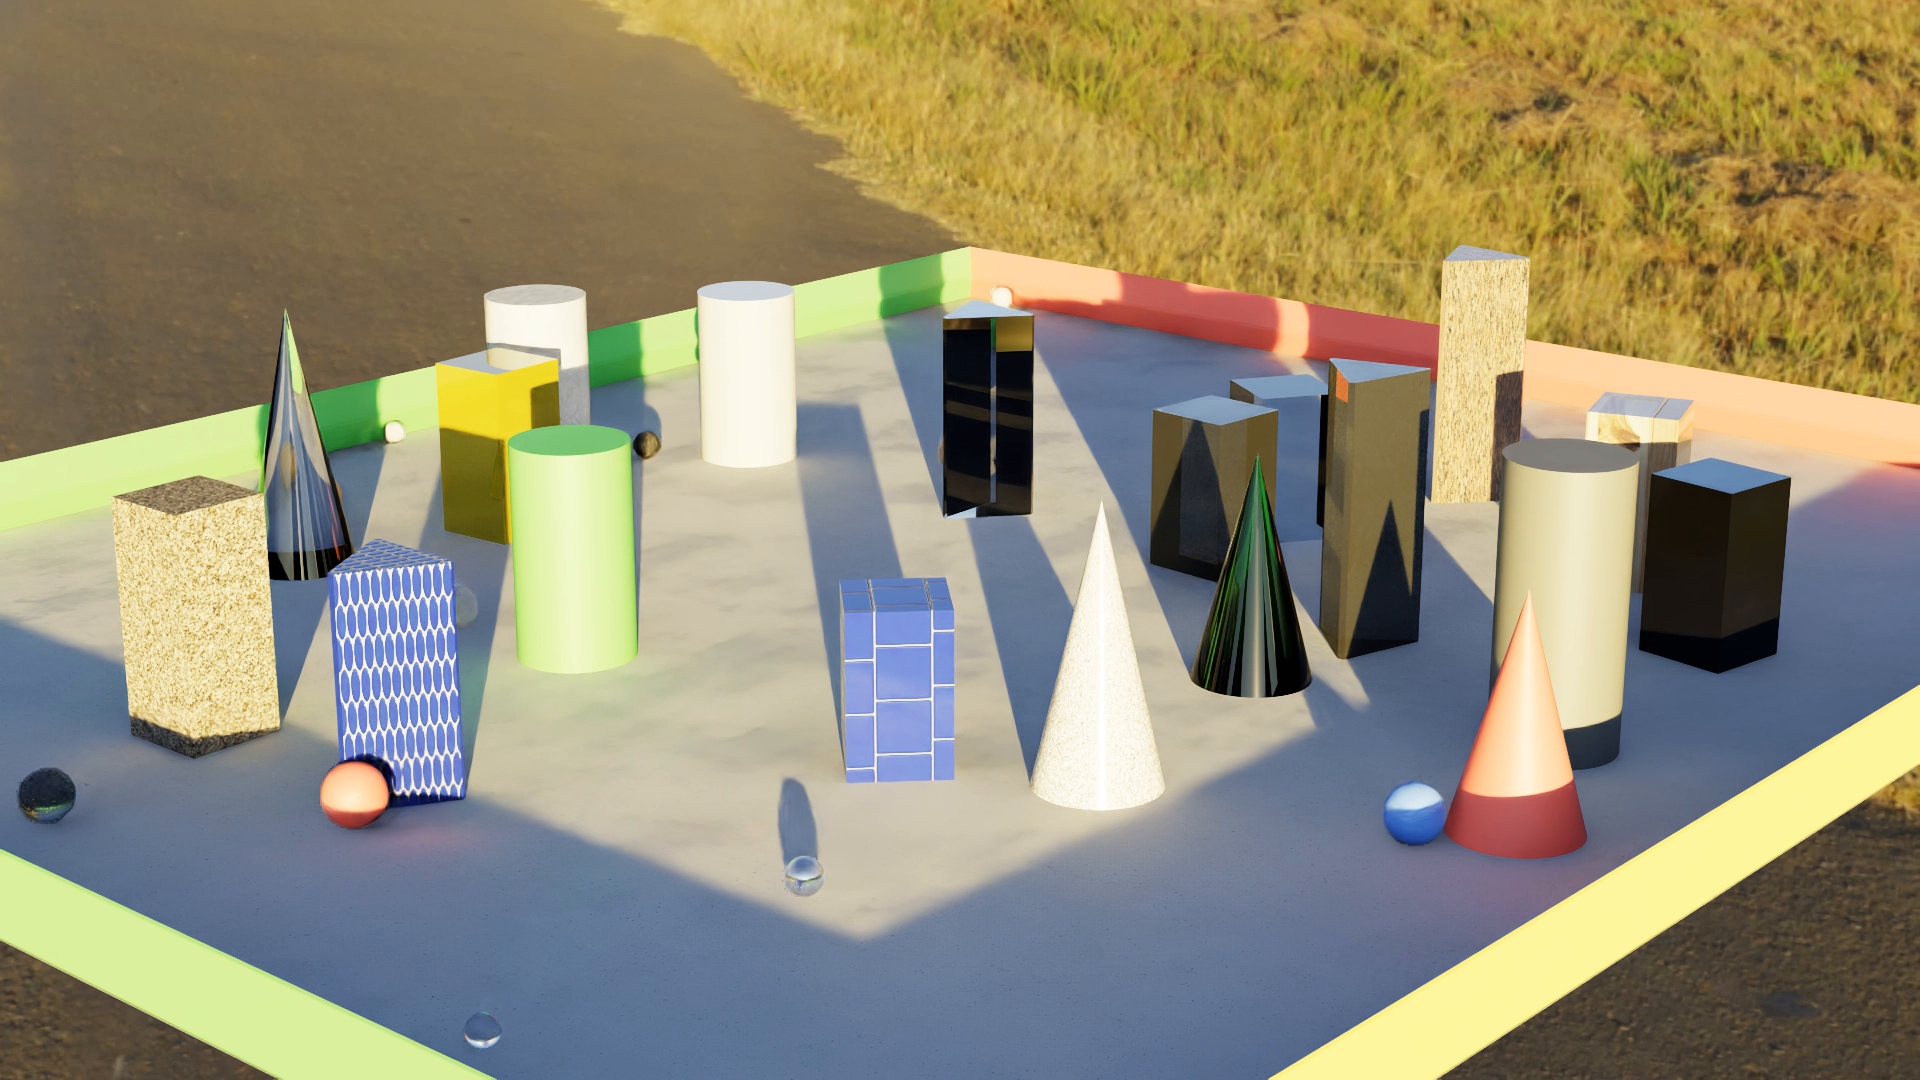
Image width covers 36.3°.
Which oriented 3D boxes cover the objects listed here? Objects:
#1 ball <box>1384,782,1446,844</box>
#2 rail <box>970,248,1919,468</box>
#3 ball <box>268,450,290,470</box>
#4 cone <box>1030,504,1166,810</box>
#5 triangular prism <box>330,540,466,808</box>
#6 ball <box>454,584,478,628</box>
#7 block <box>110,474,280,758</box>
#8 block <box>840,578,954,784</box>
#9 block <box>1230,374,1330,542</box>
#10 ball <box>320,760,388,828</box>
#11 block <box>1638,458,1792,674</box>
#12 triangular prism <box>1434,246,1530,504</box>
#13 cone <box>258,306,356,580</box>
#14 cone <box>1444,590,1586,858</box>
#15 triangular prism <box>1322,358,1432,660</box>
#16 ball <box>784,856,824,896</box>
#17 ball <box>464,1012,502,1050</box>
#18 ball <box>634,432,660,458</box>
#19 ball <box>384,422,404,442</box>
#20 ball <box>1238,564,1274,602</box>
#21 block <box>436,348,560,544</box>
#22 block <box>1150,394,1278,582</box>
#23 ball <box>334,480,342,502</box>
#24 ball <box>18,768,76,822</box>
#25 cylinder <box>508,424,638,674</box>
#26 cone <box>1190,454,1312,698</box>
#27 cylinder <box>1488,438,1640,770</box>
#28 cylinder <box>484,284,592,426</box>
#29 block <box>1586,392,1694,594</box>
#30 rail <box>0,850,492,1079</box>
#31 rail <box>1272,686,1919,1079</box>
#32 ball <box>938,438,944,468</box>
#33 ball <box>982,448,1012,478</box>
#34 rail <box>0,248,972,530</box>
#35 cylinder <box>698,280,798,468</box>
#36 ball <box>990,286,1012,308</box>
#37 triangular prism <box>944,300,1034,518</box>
[{"bbox_3d":[0.628,0.377,4.054,0.086,0.086,0.086,0,17,0],"label":"ball"},{"bbox_3d":[1.229,-0.376,6.475,3.232,0.128,0.045,14,22,39],"label":"rail"},{"bbox_3d":[-1.373,-0.161,5.916,0.041,0.041,0.041,0,17,0],"label":"ball"},{"bbox_3d":[0.200,0.150,4.208,0.197,0.430,0.197,0,17,0],"label":"cone"},{"bbox_3d":[-0.817,0.189,4.208,0.171,0.356,0.148,-6,18,-18],"label":"triangular prism"},{"bbox_3d":[-0.852,0.111,4.952,0.075,0.075,0.075,0,17,0],"label":"ball"},{"bbox_3d":[-1.151,0.113,4.422,0.158,0.377,0.158,14,21,38],"label":"block"},{"bbox_3d":[-0.094,0.205,4.319,0.158,0.261,0.158,-1,17,-5],"label":"block"},{"bbox_3d":[0.604,-0.152,5.476,0.158,0.277,0.158,-5,17,-16],"label":"block"},{"bbox_3d":[-0.848,0.356,4.109,0.093,0.093,0.093,0,17,0],"label":"ball"},{"bbox_3d":[1.234,0.040,4.797,0.158,0.302,0.158,-13,21,-38],"label":"block"},{"bbox_3d":[0.989,-0.325,5.702,0.171,0.477,0.148,-3,17,-9],"label":"triangular prism"},{"bbox_3d":[-1.190,-0.184,5.238,0.197,0.476,0.197,0,17,0],"label":"cone"},{"bbox_3d":[0.776,0.237,4.049,0.197,0.356,0.197,0,17,0],"label":"cone"},{"bbox_3d":[0.653,-0.059,4.840,0.171,0.466,0.148,-11,20,-32],"label":"triangular prism"},{"bbox_3d":[-0.206,0.445,3.881,0.054,0.054,0.054,0,17,0],"label":"ball"},{"bbox_3d":[-0.562,0.578,3.457,0.044,0.044,0.044,0,17,0],"label":"ball"},{"bbox_3d":[-0.640,-0.195,6.002,0.056,0.056,0.056,0,17,0],"label":"ball"},{"bbox_3d":[-1.182,-0.225,6.123,0.044,0.044,0.044,0,17,0],"label":"ball"},{"bbox_3d":[0.514,0.075,5.090,0.065,0.065,0.065,0,17,0],"label":"ball"},{"bbox_3d":[-0.859,-0.177,5.481,0.158,0.323,0.158,12,21,35],"label":"block"},{"bbox_3d":[0.456,-0.095,5.268,0.158,0.287,0.158,-16,23,-42],"label":"block"},{"bbox_3d":[-1.221,-0.085,5.588,0.084,0.084,0.084,0,17,0],"label":"ball"},{"bbox_3d":[-1.285,0.359,4.126,0.078,0.078,0.078,0,17,0],"label":"ball"},{"bbox_3d":[-0.630,0.013,4.779,0.197,0.364,0.197,0,17,0],"label":"cylinder"},{"bbox_3d":[0.468,0.041,4.666,0.197,0.375,0.197,0,17,0],"label":"cone"},{"bbox_3d":[0.893,0.094,4.353,0.197,0.455,0.197,0,17,0],"label":"cylinder"},{"bbox_3d":[-0.825,-0.291,5.746,0.197,0.387,0.197,0,17,0],"label":"cylinder"},{"bbox_3d":[1.193,-0.083,5.178,0.158,0.317,0.158,7,18,22],"label":"block"},{"bbox_3d":[-1.229,0.441,3.764,3.232,0.128,0.045,14,22,39],"label":"rail"},{"bbox_3d":[1.202,0.333,4.120,0.045,0.128,3.797,14,22,39],"label":"rail"},{"bbox_3d":[0.001,-0.175,5.876,0.090,0.090,0.090,0,17,0],"label":"ball"},{"bbox_3d":[0.074,-0.154,5.860,0.061,0.061,0.061,0,17,0],"label":"ball"},{"bbox_3d":[-1.202,-0.269,6.119,0.045,0.128,3.797,14,22,39],"label":"rail"},{"bbox_3d":[-0.433,-0.340,5.984,0.197,0.344,0.197,0,17,0],"label":"cylinder"},{"bbox_3d":[0.105,-0.610,7.379,0.056,0.056,0.056,0,17,0],"label":"ball"},{"bbox_3d":[0.041,-0.253,5.617,0.171,0.389,0.148,-3,17,-10],"label":"triangular prism"}]
